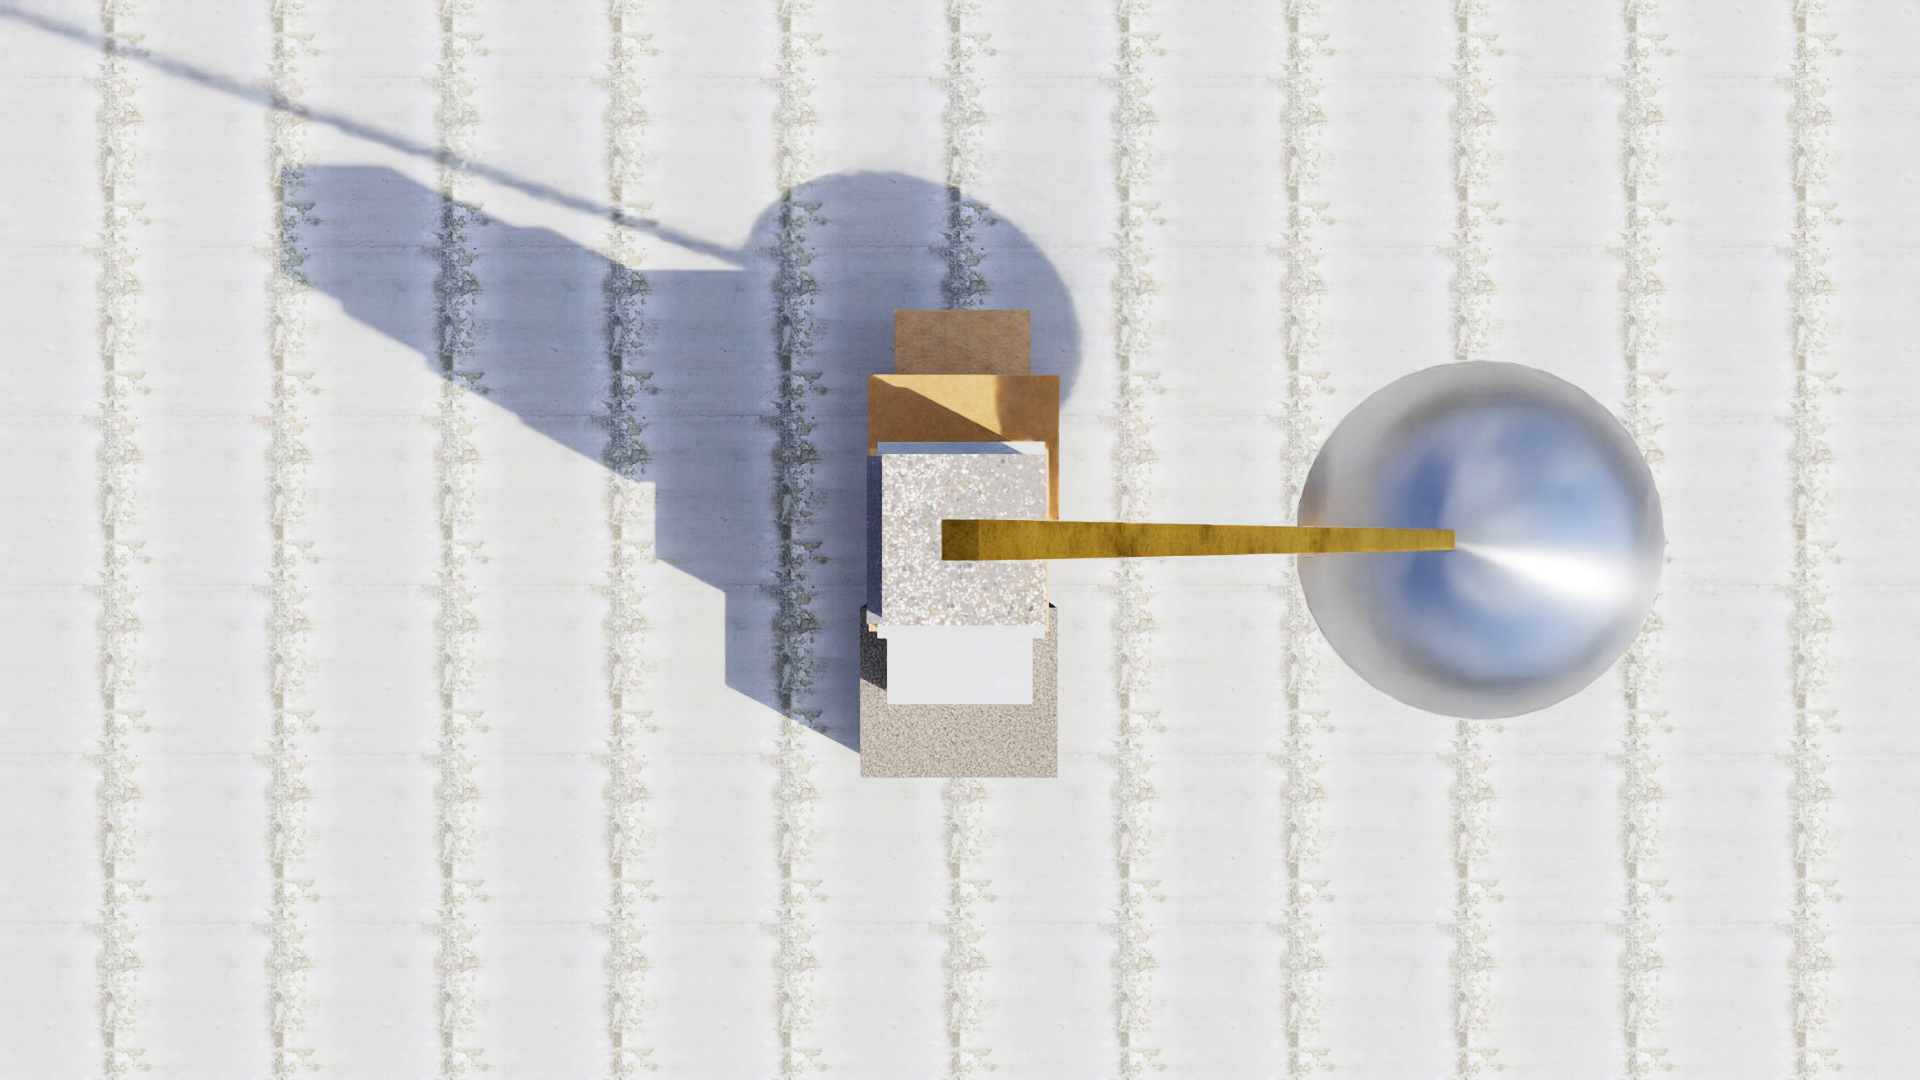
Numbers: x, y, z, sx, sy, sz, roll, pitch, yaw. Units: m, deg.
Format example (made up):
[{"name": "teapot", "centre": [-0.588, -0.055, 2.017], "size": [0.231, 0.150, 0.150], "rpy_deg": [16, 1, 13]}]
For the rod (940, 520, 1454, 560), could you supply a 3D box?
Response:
[{"name": "rod", "centre": [0.994, 0.000, 6.628], "size": [0.080, 5.200, 0.080], "rpy_deg": [0, 90, 22]}]

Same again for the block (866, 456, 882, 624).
[{"name": "block", "centre": [-0.019, 0.000, 9.217], "size": [0.720, 0.582, 0.682], "rpy_deg": [0, 90, 0]}]

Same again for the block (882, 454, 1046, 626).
[{"name": "block", "centre": [0.016, 0.000, 8.651], "size": [0.626, 0.549, 0.653], "rpy_deg": [0, 90, 0]}]

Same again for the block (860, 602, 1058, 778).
[{"name": "block", "centre": [-0.006, 0.830, 12.472], "size": [1.072, 1.057, 0.923], "rpy_deg": [0, 90, 0]}]

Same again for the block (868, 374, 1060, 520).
[{"name": "block", "centre": [0.019, -0.378, 11.634], "size": [0.968, 0.995, 0.917], "rpy_deg": [0, 90, 0]}]

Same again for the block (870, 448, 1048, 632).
[{"name": "block", "centre": [-0.006, 0.000, 10.710], "size": [0.839, 0.853, 0.852], "rpy_deg": [0, 90, 0]}]

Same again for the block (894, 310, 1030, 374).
[{"name": "block", "centre": [0.014, -0.919, 12.669], "size": [0.763, 0.661, 0.744], "rpy_deg": [0, 90, 0]}]

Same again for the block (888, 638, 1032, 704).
[{"name": "block", "centre": [-0.001, 0.464, 11.579], "size": [0.740, 0.728, 0.745], "rpy_deg": [0, 90, 0]}]

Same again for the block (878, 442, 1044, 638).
[{"name": "block", "centre": [0.005, 0.000, 9.896], "size": [0.723, 0.776, 0.848], "rpy_deg": [0, 90, 0]}]

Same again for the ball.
[{"name": "ball", "centre": [2.295, 0.000, 9.770], "size": [1.600, 1.600, 1.600], "rpy_deg": [0, 90, 0]}]
